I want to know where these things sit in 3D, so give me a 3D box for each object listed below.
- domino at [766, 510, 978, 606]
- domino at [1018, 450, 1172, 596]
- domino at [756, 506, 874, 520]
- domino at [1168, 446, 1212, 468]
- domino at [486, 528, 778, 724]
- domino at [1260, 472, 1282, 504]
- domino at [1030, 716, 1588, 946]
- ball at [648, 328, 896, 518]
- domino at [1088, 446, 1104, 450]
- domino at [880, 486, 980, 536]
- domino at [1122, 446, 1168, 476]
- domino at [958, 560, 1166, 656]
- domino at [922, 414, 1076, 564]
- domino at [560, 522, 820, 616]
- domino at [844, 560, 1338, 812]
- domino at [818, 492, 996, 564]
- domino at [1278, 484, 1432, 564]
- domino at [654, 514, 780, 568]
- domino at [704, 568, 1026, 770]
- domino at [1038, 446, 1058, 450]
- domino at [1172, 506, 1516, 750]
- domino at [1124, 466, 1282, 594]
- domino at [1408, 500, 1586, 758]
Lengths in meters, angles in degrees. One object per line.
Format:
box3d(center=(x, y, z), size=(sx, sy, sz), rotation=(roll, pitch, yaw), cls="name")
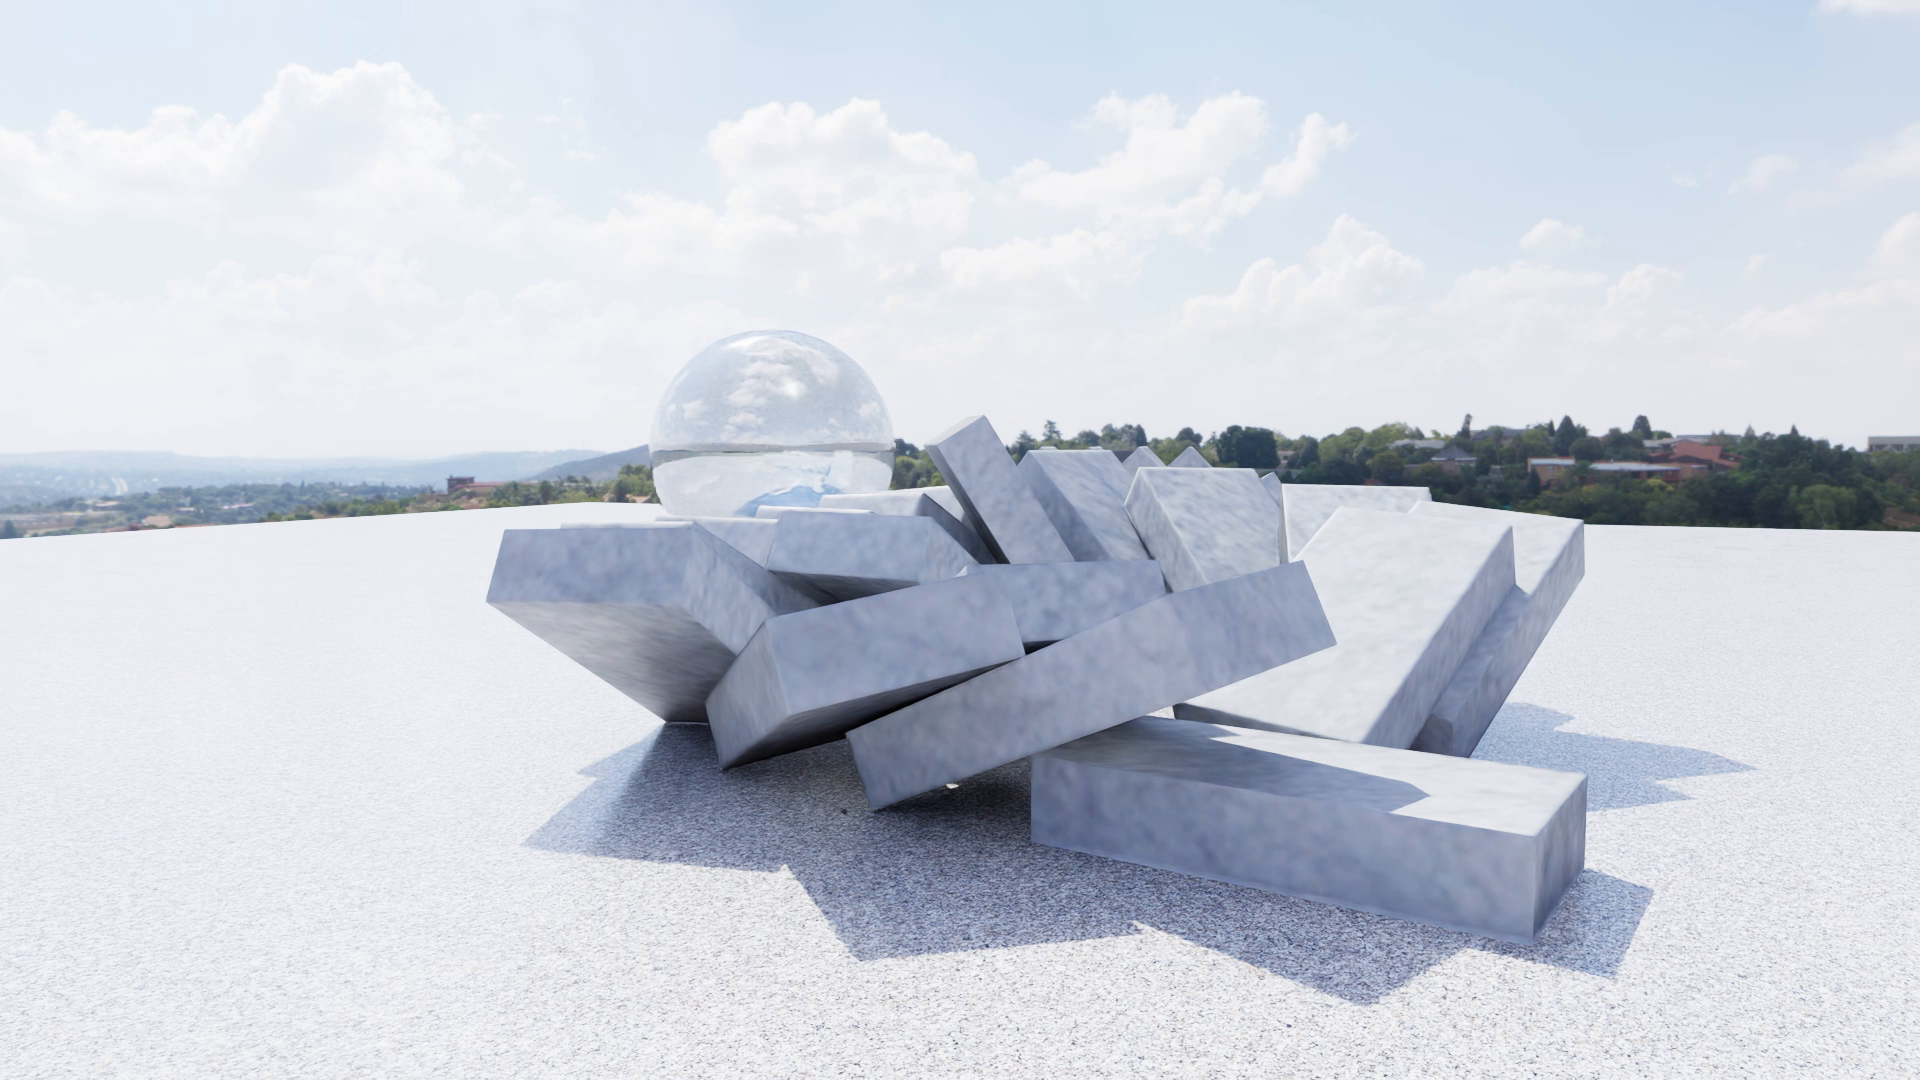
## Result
box3d(center=(-0.006, 0.010, 0.203), size=(0.025, 0.010, 0.050), rotation=(3, -22, 27), cls="domino")
box3d(center=(0.032, 0.004, 0.241), size=(0.025, 0.010, 0.050), rotation=(-4, 50, -45), cls="domino")
box3d(center=(-0.013, 0.009, 0.234), size=(0.025, 0.009, 0.050), rotation=(3, -23, 35), cls="domino")
box3d(center=(0.052, -0.006, 0.372), size=(0.050, 0.009, 0.025), rotation=(-44, -6, 12), cls="domino")
box3d(center=(-0.038, 0.013, 0.173), size=(0.025, 0.010, 0.050), rotation=(0, -24, 14), cls="domino")
box3d(center=(0.069, -0.002, 0.366), size=(0.050, 0.009, 0.025), rotation=(-31, -4, 10), cls="domino")
box3d(center=(0.035, 0.028, 0.133), size=(0.050, 0.010, 0.025), rotation=(3, 5, 35), cls="domino")
box3d(center=(-0.061, -0.029, 0.422), size=(0.080, 0.080, 0.080), rotation=(0, 4, 0), cls="ball")
box3d(center=(0.025, -0.007, 0.378), size=(0.050, 0.010, 0.025), rotation=(-44, -6, 12), cls="domino")
box3d(center=(0.007, 0.005, 0.264), size=(0.025, 0.010, 0.050), rotation=(-3, -28, 43), cls="domino")
box3d(center=(0.039, -0.006, 0.375), size=(0.050, 0.009, 0.025), rotation=(-44, -6, 13), cls="domino")
box3d(center=(0.006, 0.015, 0.176), size=(0.025, 0.009, 0.050), rotation=(-1, -19, -17), cls="domino")
box3d(center=(0.012, 0.002, 0.228), size=(0.009, 0.050, 0.025), rotation=(-33, 7, -4), cls="domino")
box3d(center=(-0.036, 0.012, 0.197), size=(0.025, 0.009, 0.050), rotation=(0, -23, 30), cls="domino")
box3d(center=(0.013, 0.017, 0.142), size=(0.025, 0.009, 0.050), rotation=(-10, -14, -46), cls="domino")
box3d(center=(-0.003, 0.007, 0.250), size=(0.025, 0.010, 0.050), rotation=(0, -26, 39), cls="domino")
box3d(center=(0.066, 0.009, 0.209), size=(0.025, 0.009, 0.050), rotation=(2, 37, 9), cls="domino")
box3d(center=(-0.028, 0.011, 0.218), size=(0.025, 0.010, 0.050), rotation=(3, -22, 31), cls="domino")
box3d(center=(-0.013, 0.016, 0.150), size=(0.025, 0.009, 0.050), rotation=(-12, -12, -21), cls="domino")
box3d(center=(0.011, -0.007, 0.379), size=(0.050, 0.009, 0.025), rotation=(-44, -6, 12), cls="domino")
box3d(center=(0.052, 0.013, 0.171), size=(0.025, 0.010, 0.050), rotation=(9, 37, 40), cls="domino")
box3d(center=(0.051, 0.006, 0.228), size=(0.025, 0.009, 0.050), rotation=(0, 41, -21), cls="domino")
box3d(center=(0.069, 0.012, 0.185), size=(0.025, 0.009, 0.050), rotation=(11, 38, 41), cls="domino")
